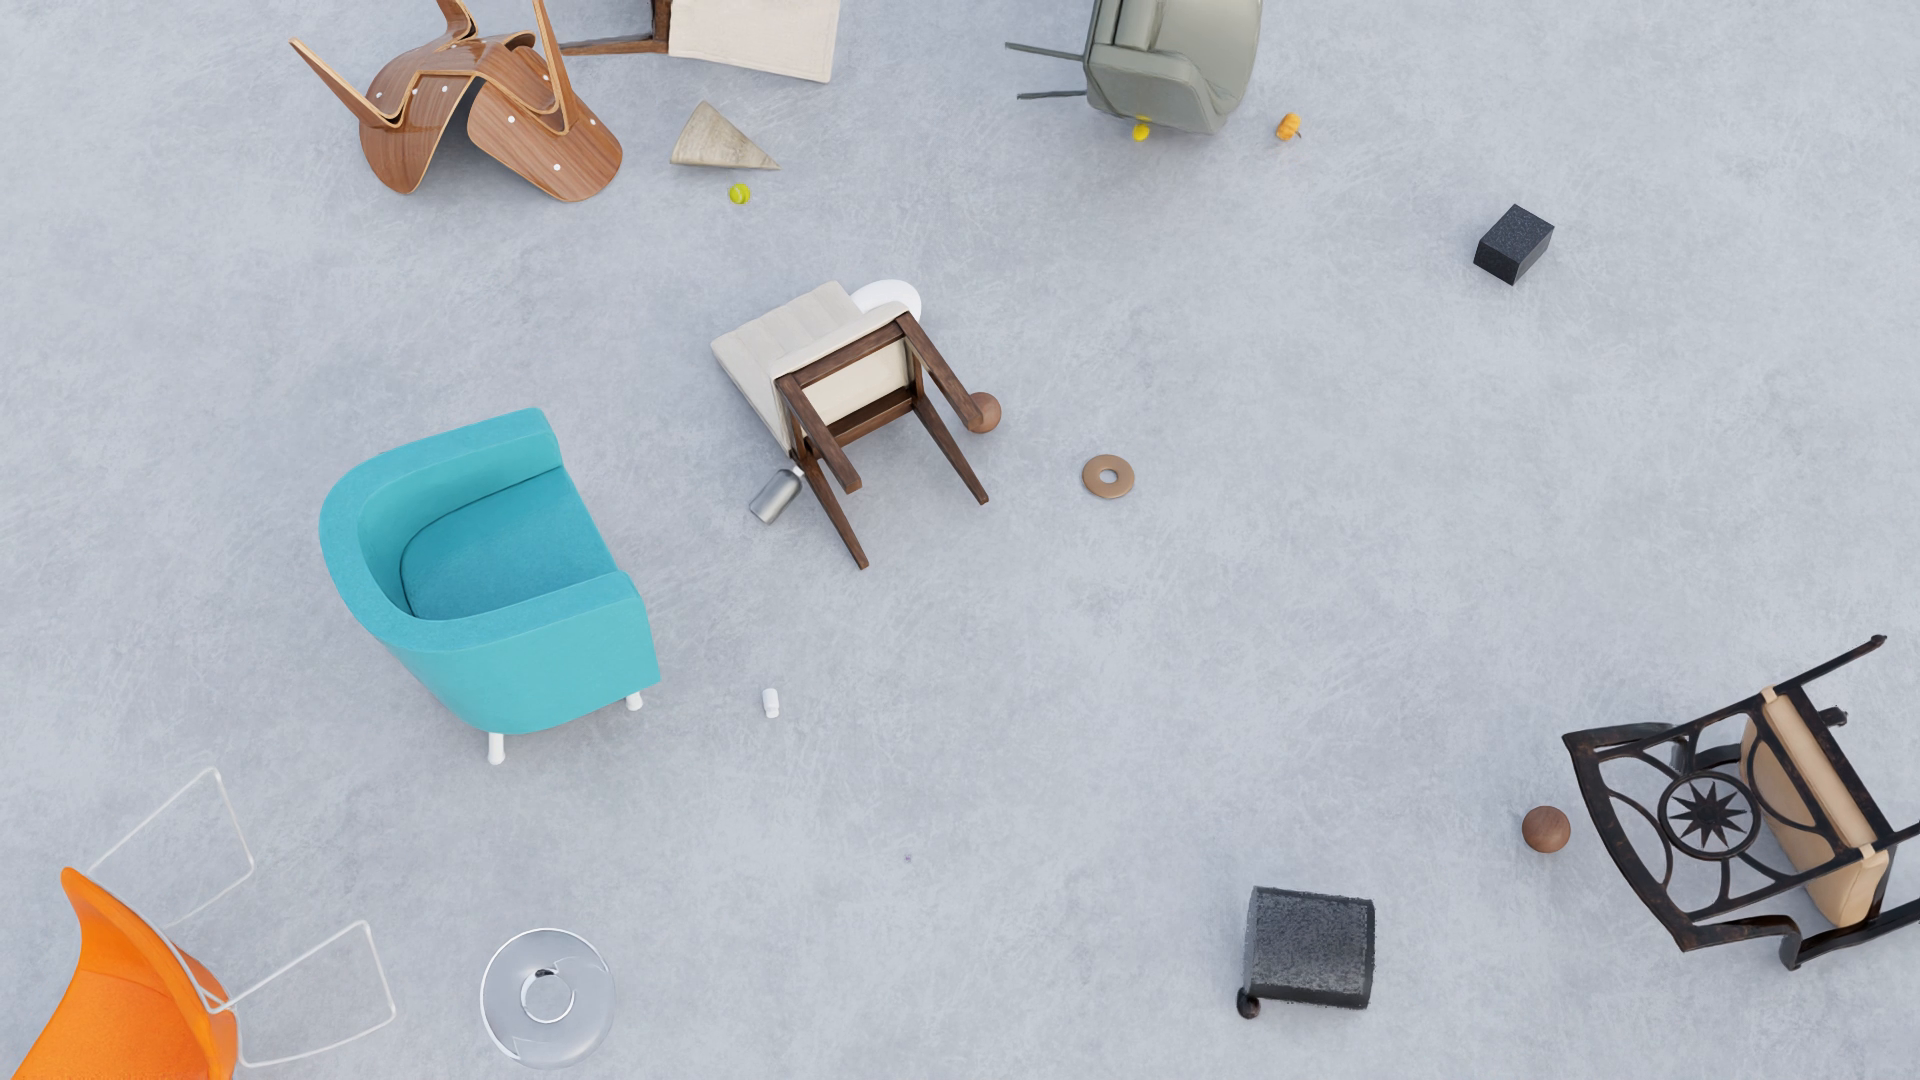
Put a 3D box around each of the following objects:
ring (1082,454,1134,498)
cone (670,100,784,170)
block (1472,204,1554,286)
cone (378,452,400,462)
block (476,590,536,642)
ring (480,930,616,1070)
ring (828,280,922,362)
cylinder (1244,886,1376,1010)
[{"bbox_3d":[0.452,-0.194,6.693,0.160,0.020,0.165,-19,58,-13],"label":"ring"},{"bbox_3d":[-0.756,-1.313,7.415,0.351,0.131,0.315,22,53,1],"label":"cone"},{"bbox_3d":[1.800,-0.960,7.151,0.153,0.111,0.209,35,63,21],"label":"block"},{"bbox_3d":[-1.747,-0.251,6.732,0.069,0.038,0.031,0,87,-1],"label":"cone"},{"bbox_3d":[-1.310,0.219,6.361,0.145,0.109,0.076,-13,57,-9],"label":"block"},{"bbox_3d":[-1.070,1.191,5.716,0.348,0.099,0.394,-21,60,-15],"label":"ring"},{"bbox_3d":[-0.270,-0.697,6.991,0.272,0.059,0.347,28,66,27],"label":"ring"},{"bbox_3d":[0.909,1.062,5.732,0.308,0.191,0.289,7,68,0],"label":"cylinder"}]
